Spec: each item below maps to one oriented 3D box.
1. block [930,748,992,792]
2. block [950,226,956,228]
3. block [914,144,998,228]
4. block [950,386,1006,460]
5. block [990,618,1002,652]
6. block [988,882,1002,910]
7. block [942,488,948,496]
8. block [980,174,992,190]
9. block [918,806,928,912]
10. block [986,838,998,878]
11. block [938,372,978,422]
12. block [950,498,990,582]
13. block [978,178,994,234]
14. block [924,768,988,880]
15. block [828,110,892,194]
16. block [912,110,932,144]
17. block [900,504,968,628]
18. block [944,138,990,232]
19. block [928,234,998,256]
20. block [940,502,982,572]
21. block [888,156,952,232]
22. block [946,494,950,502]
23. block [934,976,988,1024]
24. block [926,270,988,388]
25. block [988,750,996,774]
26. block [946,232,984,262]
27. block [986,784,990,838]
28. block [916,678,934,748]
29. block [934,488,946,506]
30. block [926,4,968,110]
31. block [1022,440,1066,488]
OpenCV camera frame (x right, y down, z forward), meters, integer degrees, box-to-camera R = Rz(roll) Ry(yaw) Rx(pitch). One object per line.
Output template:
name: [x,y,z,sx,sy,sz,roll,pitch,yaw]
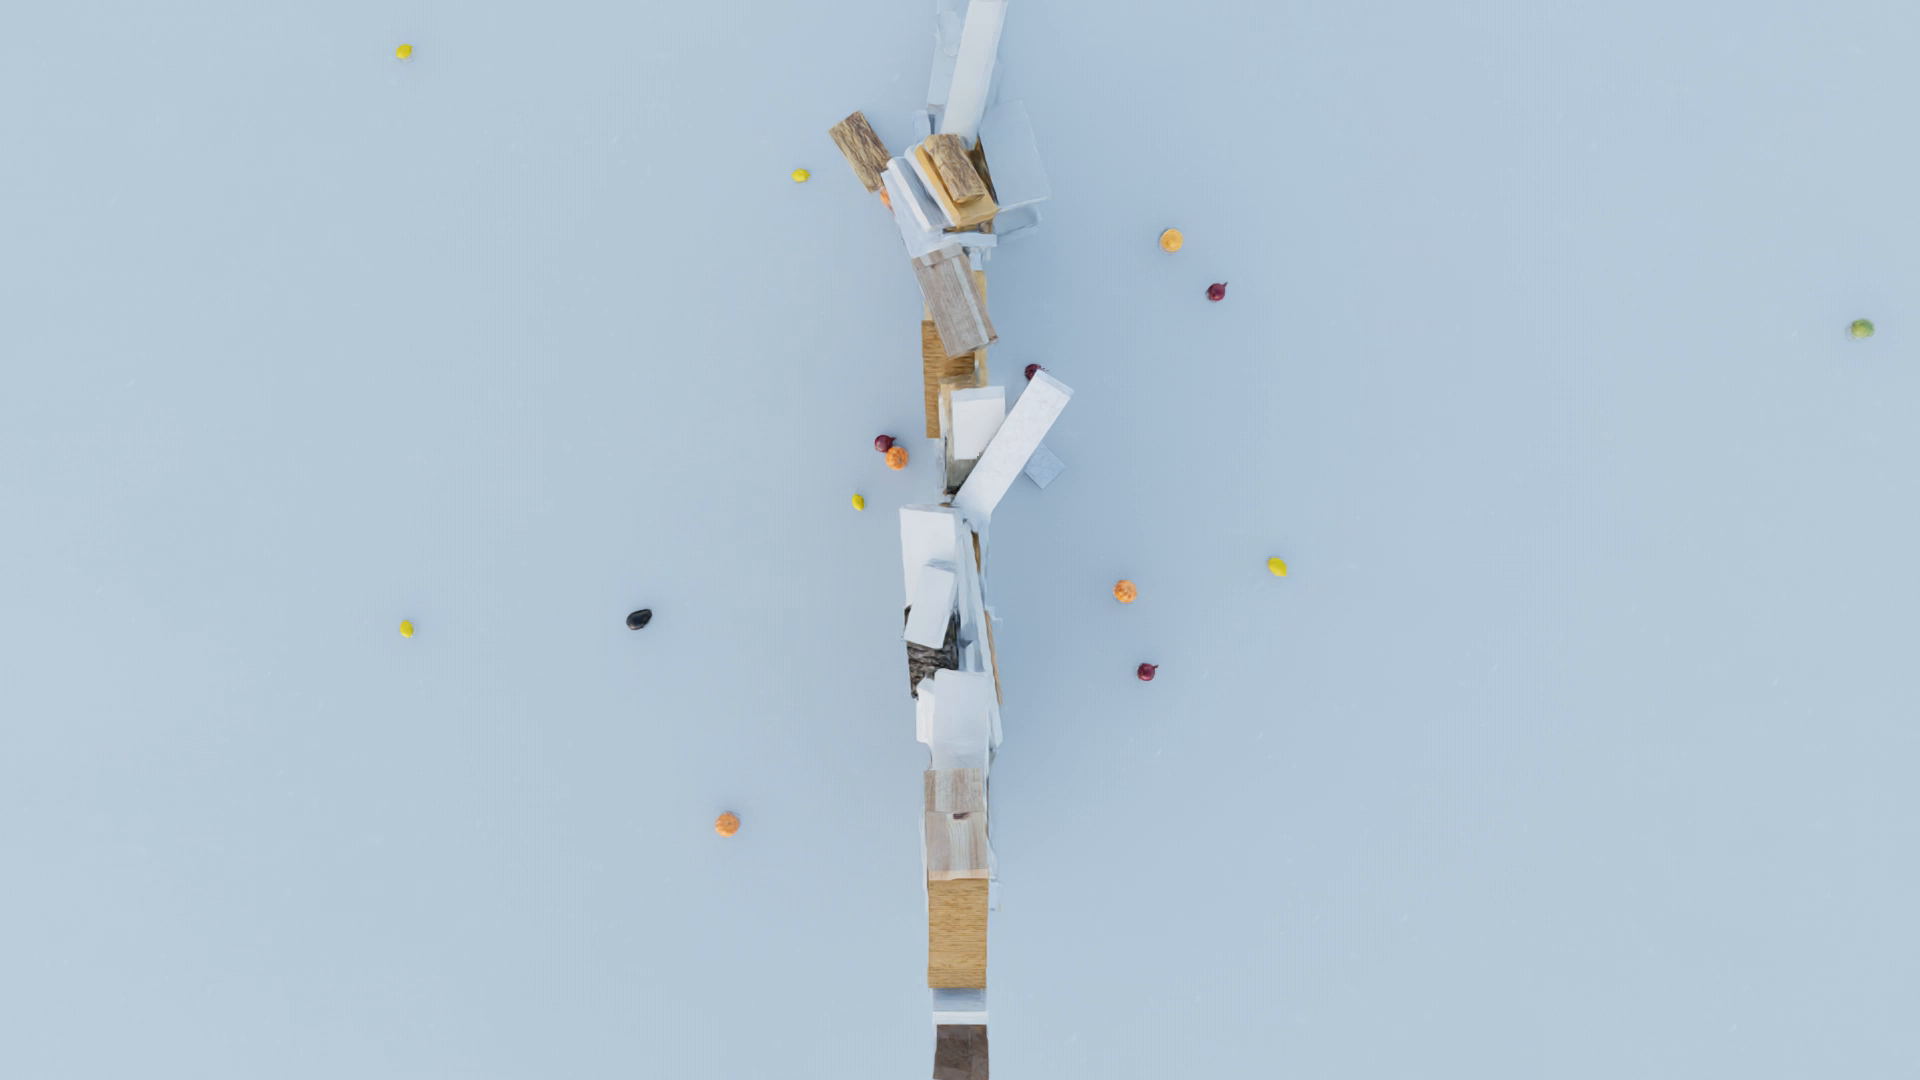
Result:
block: [-0.004,0.731,5.053,0.180,0.051,0.360,7,83,0]
block: [-0.024,-1.068,5.350,0.052,0.015,0.104,-4,90,14]
block: [-0.012,-1.136,5.230,0.145,0.041,0.291,-22,77,-31]
block: [0.051,-0.318,4.505,0.142,0.284,0.040,-5,61,-2]
block: [0.053,0.345,5.037,0.113,0.032,0.227,9,98,-6]
block: [0.044,0.963,4.516,0.141,0.020,0.071,19,68,-25]
block: [-0.002,-0.139,5.106,0.098,0.014,0.049,34,86,1]
block: [0.061,-1.129,5.338,0.048,0.014,0.096,30,87,3]
block: [-0.021,0.914,4.724,0.175,0.050,0.350,-2,120,1]
block: [0.010,0.980,5.109,0.180,0.360,0.051,4,68,9]
block: [0.007,-0.373,4.602,0.102,0.203,0.029,-9,47,2]
block: [0.023,-0.001,4.885,0.119,0.034,0.239,6,104,2]
block: [0.084,-1.066,5.346,0.048,0.014,0.214,2,86,2]
block: [-0.012,0.714,4.161,0.149,0.042,0.297,-3,48,-1]
block: [-0.316,-1.290,5.482,0.124,0.035,0.248,-34,90,0]
block: [-0.126,-1.376,5.493,0.053,0.015,0.105,-10,90,0]
block: [-0.074,0.075,4.750,0.173,0.049,0.346,6,111,26]
block: [0.015,-1.157,5.385,0.158,0.045,0.316,17,90,1]
block: [0.007,-0.834,4.676,0.113,0.227,0.032,-6,93,-23]
block: [0.002,-0.009,4.815,0.104,0.030,0.209,-3,106,6]
block: [-0.117,-1.117,5.294,0.130,0.037,0.260,-22,80,-40]
block: [0.030,-0.222,4.975,0.130,0.037,0.259,2,73,1]
block: [0.000,1.149,4.310,0.140,0.280,0.040,0,117,-1]
block: [-0.010,-0.604,4.799,0.176,0.050,0.353,-1,93,1]
block: [0.051,0.700,4.976,0.073,0.021,0.146,19,84,7]
block: [0.015,-1.044,5.431,0.158,0.045,0.316,9,90,0]
block: [-0.001,0.896,5.230,0.180,0.360,0.051,1,46,0]
block: [-0.036,0.529,4.780,0.145,0.290,0.041,23,54,28]
block: [0.002,-0.001,5.150,0.162,0.046,0.325,0,90,0]
block: [-0.004,-1.582,5.431,0.162,0.046,0.325,9,90,0]
block: [0.235,-0.285,5.484,0.110,0.031,0.220,-44,90,0]
